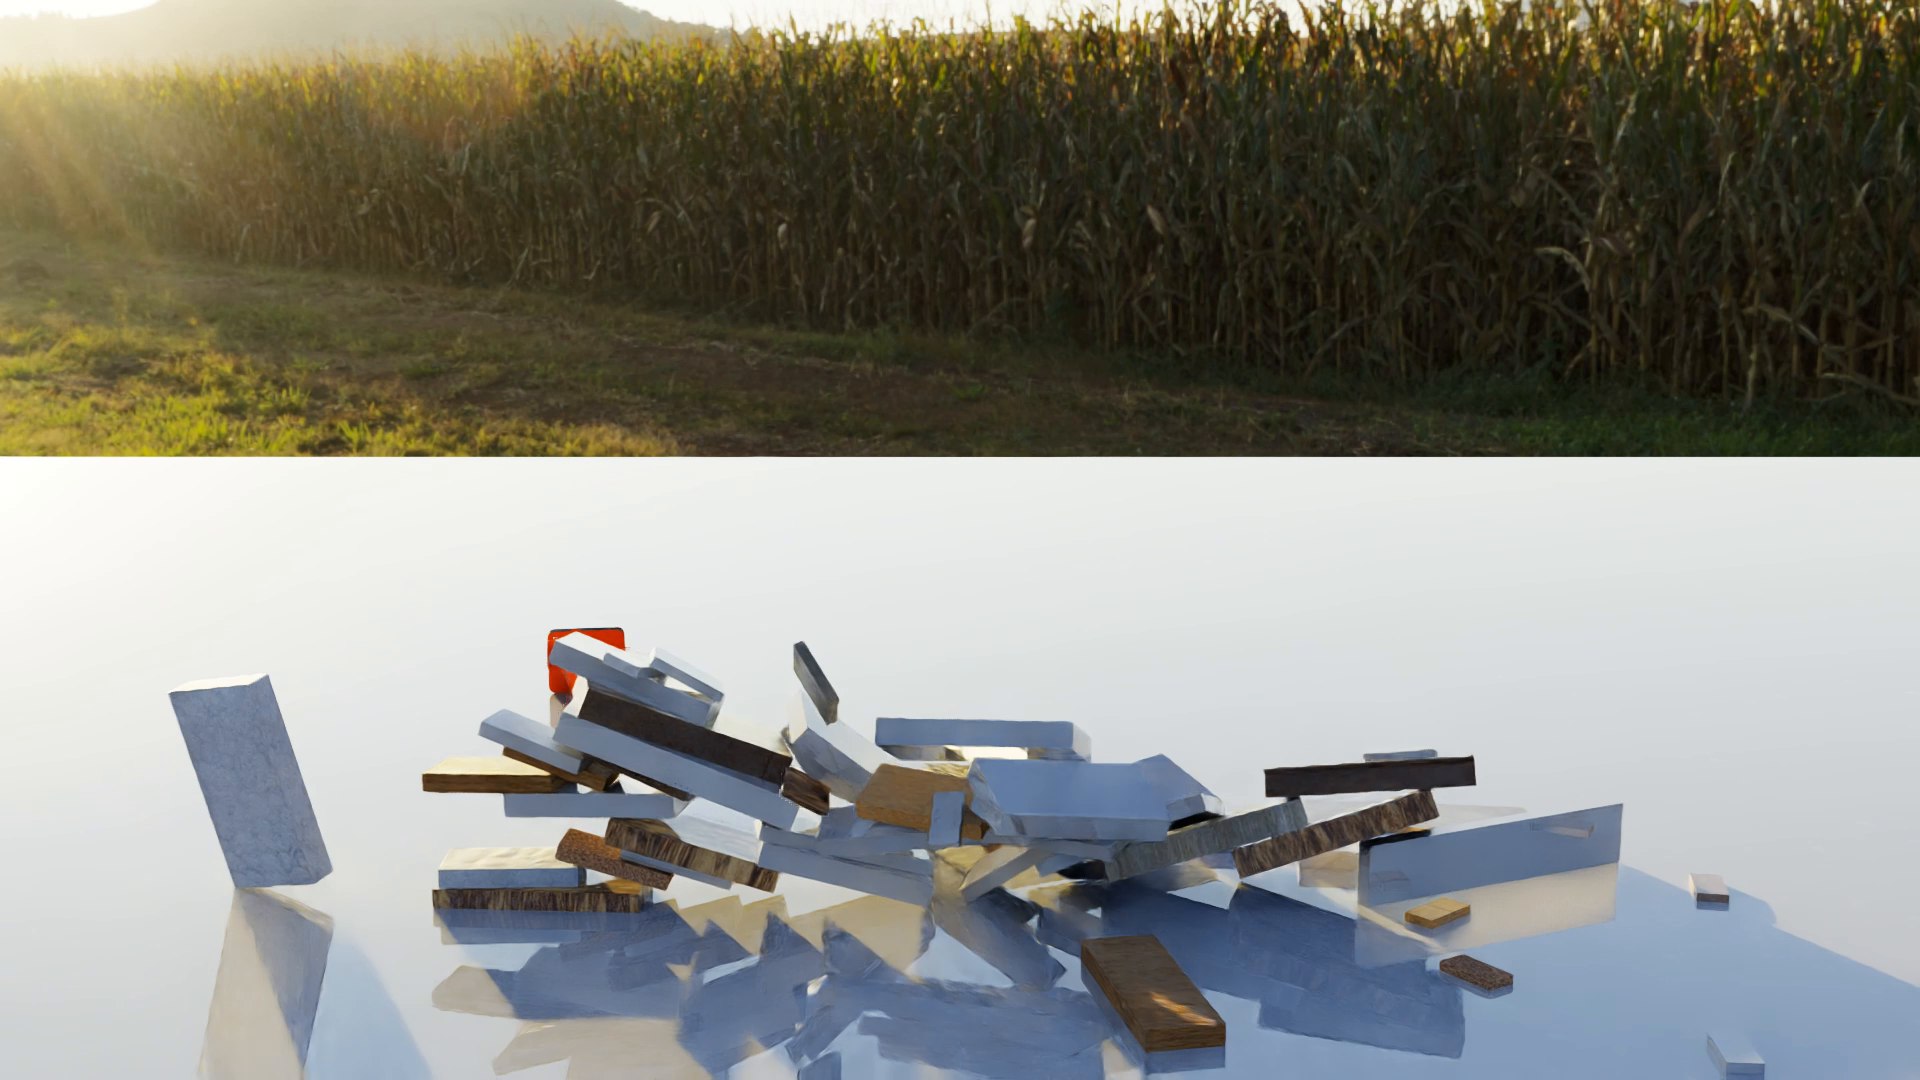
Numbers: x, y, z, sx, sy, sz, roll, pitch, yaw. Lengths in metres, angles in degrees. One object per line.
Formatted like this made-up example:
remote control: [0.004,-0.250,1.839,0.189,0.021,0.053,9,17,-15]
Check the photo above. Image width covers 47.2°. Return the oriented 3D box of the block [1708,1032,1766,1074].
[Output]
block: [1.064,0.704,3.018,0.050,0.014,0.101,1,11,4]

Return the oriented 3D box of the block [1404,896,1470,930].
block: [0.772,0.603,3.557,0.105,0.015,0.053,-10,14,-42]

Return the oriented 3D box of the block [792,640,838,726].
block: [-0.240,0.237,3.646,0.018,0.065,0.130,-19,54,-22]

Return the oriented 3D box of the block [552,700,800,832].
block: [-0.457,0.363,3.620,0.409,0.050,0.177,22,5,-3]

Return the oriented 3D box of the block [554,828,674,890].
block: [-0.569,0.530,3.651,0.190,0.027,0.095,16,9,-1]

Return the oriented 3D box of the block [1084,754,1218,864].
block: [0.292,0.472,3.899,0.314,0.044,0.157,-12,35,-37]

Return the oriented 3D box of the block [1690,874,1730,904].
block: [1.252,0.582,3.675,0.050,0.014,0.101,2,11,11]

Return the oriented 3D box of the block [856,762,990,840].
block: [-0.048,0.418,3.524,0.213,0.030,0.107,8,34,20]

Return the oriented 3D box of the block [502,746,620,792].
block: [-0.657,0.363,3.638,0.179,0.025,0.090,20,12,5]

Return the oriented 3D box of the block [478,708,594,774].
block: [-0.690,0.330,3.609,0.179,0.025,0.090,21,12,8]

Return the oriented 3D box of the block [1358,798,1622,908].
block: [0.902,0.527,3.717,0.534,0.107,0.030,-5,12,-25]

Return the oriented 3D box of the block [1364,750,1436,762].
block: [0.728,0.358,3.638,0.105,0.015,0.053,-9,-9,39]

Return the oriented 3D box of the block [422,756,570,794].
block: [-0.768,0.392,3.671,0.227,0.032,0.113,-1,9,12]

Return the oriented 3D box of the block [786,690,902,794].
block: [-0.173,0.374,3.719,0.275,0.039,0.138,39,12,-22]

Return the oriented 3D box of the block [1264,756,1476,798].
block: [0.678,0.394,3.650,0.337,0.048,0.168,-5,-7,9]

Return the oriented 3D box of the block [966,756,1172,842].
block: [0.170,0.404,3.430,0.291,0.041,0.145,5,29,-24]

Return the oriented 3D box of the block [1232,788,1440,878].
block: [0.619,0.486,3.651,0.337,0.048,0.168,-18,-8,5]

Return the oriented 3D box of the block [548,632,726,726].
block: [-0.532,0.229,3.638,0.275,0.039,0.138,22,5,3]

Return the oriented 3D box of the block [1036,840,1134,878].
block: [0.220,0.511,3.656,0.187,0.027,0.094,-23,-7,6]

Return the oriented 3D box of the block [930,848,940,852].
block: [0.020,0.467,3.804,0.291,0.041,0.145,-32,2,17]

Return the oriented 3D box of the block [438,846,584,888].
block: [-0.742,0.543,3.655,0.227,0.032,0.113,0,10,-3]

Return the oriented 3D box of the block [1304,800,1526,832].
block: [0.822,0.515,3.959,0.394,0.041,0.145,1,11,7]

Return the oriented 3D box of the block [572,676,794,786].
block: [-0.461,0.305,3.644,0.355,0.050,0.177,21,5,-15]

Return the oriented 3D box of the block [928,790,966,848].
block: [-0.020,0.438,3.444,0.048,0.014,0.096,-4,49,13]

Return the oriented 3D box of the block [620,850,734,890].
block: [-0.464,0.530,3.665,0.190,0.027,0.095,17,9,0]

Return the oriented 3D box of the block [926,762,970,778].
block: [0.106,0.457,4.017,0.314,0.044,0.157,4,9,-13]

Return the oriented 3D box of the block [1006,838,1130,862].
block: [0.177,0.468,3.529,0.187,0.027,0.094,6,25,28]

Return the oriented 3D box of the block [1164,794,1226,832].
block: [0.376,0.460,3.691,0.107,0.030,0.213,-18,-14,12]

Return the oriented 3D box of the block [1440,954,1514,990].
block: [0.776,0.650,3.307,0.050,0.014,0.101,-7,13,-33]

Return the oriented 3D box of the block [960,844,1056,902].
block: [0.089,0.523,3.623,0.187,0.027,0.094,-34,9,26]

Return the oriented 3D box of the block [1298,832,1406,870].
block: [0.705,0.543,3.835,0.230,0.033,0.115,1,11,4]

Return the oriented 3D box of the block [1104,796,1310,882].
block: [0.406,0.497,3.662,0.337,0.048,0.168,-16,-7,3]

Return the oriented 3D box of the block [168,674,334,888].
block: [-1.172,0.401,3.635,0.177,0.355,0.050,-7,15,27]

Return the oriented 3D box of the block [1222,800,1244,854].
block: [0.458,0.517,3.981,0.107,0.030,0.213,2,11,8]

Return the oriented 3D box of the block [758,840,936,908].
block: [-0.188,0.534,3.650,0.290,0.041,0.145,15,9,-6]

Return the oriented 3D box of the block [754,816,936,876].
block: [-0.190,0.500,3.636,0.296,0.025,0.090,14,8,-12]

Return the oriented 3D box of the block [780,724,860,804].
block: [-0.182,0.402,3.791,0.275,0.039,0.138,31,16,-48]

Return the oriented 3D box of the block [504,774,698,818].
block: [-0.595,0.423,3.661,0.290,0.041,0.145,-1,9,10]

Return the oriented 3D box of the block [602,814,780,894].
block: [-0.436,0.505,3.652,0.290,0.041,0.145,16,9,-1]

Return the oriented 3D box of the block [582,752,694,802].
block: [-0.520,0.378,3.566,0.189,0.014,0.048,23,5,8]

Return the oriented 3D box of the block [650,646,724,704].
block: [-0.449,0.221,3.617,0.130,0.018,0.065,30,8,-13]

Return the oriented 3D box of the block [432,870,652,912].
block: [-0.689,0.579,3.642,0.341,0.032,0.113,1,11,4]

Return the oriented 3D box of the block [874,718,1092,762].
block: [0.040,0.335,3.654,0.332,0.044,0.157,0,-15,14]

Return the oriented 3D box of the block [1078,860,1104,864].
block: [0.188,0.528,3.920,0.107,0.030,0.213,-1,11,-5]

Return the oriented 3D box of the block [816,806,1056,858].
block: [-0.034,0.456,3.545,0.384,0.030,0.107,-5,22,5]

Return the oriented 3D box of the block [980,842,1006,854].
block: [0.079,0.497,3.786,0.105,0.015,0.053,-39,69,-18]

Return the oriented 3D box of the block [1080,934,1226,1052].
block: [0.277,0.658,3.214,0.115,0.033,0.354,-2,11,-11]

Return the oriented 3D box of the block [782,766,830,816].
block: [-0.247,0.405,3.537,0.014,0.048,0.096,-18,-36,34]

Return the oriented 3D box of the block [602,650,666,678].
block: [-0.528,0.203,3.602,0.065,0.018,0.131,23,5,15]

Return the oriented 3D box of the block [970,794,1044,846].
block: [0.139,0.418,3.484,0.230,0.033,0.115,-10,32,-44]
